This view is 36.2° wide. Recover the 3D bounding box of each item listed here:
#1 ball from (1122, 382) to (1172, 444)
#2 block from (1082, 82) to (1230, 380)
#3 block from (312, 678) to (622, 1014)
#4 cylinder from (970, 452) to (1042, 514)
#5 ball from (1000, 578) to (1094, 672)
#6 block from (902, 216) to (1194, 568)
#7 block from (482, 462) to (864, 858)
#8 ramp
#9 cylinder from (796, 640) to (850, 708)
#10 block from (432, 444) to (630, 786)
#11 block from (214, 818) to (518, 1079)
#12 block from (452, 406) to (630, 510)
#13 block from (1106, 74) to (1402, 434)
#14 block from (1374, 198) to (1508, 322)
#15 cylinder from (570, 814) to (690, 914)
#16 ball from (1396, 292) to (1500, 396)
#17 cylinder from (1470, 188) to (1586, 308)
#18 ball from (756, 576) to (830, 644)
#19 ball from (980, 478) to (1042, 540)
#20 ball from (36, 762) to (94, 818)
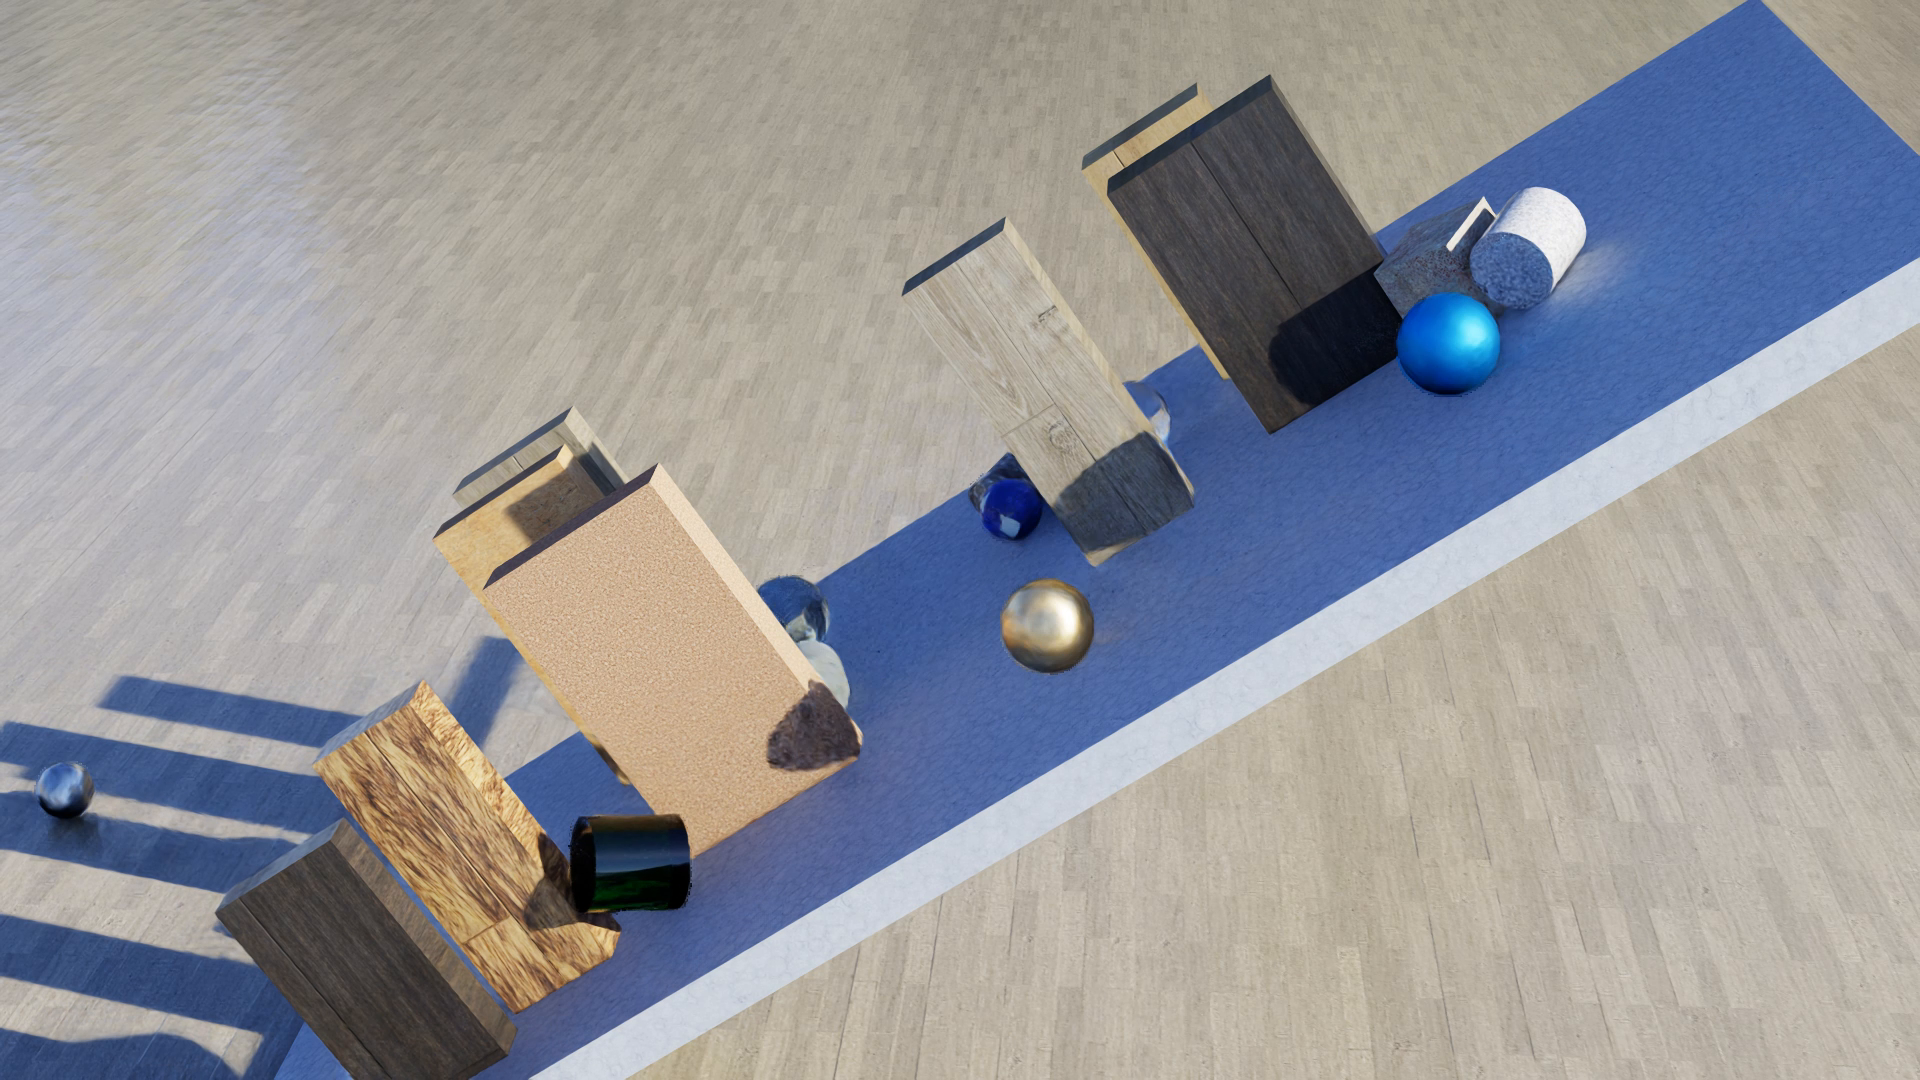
[{"bbox_3d":[0.379,-0.263,6.546,0.181,0.181,0.181,0,21,0],"label":"ball"},{"bbox_3d":[0.567,-0.695,6.654,0.308,0.587,0.136,-32,16,15],"label":"block"},{"bbox_3d":[-0.988,0.622,5.926,0.248,0.666,0.120,-32,16,15],"label":"block"},{"bbox_3d":[0.113,-0.115,6.775,0.130,0.130,0.130,19,52,40],"label":"cylinder"},{"bbox_3d":[0.171,0.166,5.710,0.182,0.182,0.182,0,21,0],"label":"ball"},{"bbox_3d":[0.187,-0.301,6.073,0.251,0.705,0.115,-32,16,15],"label":"block"},{"bbox_3d":[-0.585,0.255,6.046,0.427,0.721,0.119,-32,16,15],"label":"block"},{"bbox_3d":[0.137,0.173,6.302,4.000,0.100,2.000,-32,16,15],"label":"ramp"},{"bbox_3d":[-0.323,0.311,6.383,0.153,0.153,0.153,-3,13,-7],"label":"cylinder"},{"bbox_3d":[-0.844,0.179,6.800,0.360,0.739,0.102,-32,16,15],"label":"block"},{"bbox_3d":[-1.171,0.855,5.818,0.295,0.564,0.101,-32,16,15],"label":"block"},{"bbox_3d":[-0.896,0.060,7.314,0.349,0.715,0.122,-32,16,15],"label":"block"},{"bbox_3d":[0.644,-0.589,6.109,0.399,0.619,0.140,-32,16,15],"label":"block"},{"bbox_3d":[1.007,-0.544,6.006,0.192,0.192,0.192,-20,22,46],"label":"block"},{"bbox_3d":[-0.663,0.647,5.900,0.193,0.193,0.193,1,19,-23],"label":"cylinder"},{"bbox_3d":[0.937,-0.377,5.647,0.197,0.197,0.197,0,21,0],"label":"ball"},{"bbox_3d":[1.135,-0.584,5.880,0.176,0.176,0.176,12,42,29],"label":"cylinder"},{"bbox_3d":[-0.393,0.178,6.730,0.193,0.193,0.193,0,21,0],"label":"ball"},{"bbox_3d":[0.114,-0.069,6.614,0.140,0.140,0.140,0,21,0],"label":"ball"},{"bbox_3d":[-2.443,0.684,8.035,0.153,0.153,0.153,0,21,0],"label":"ball"}]
